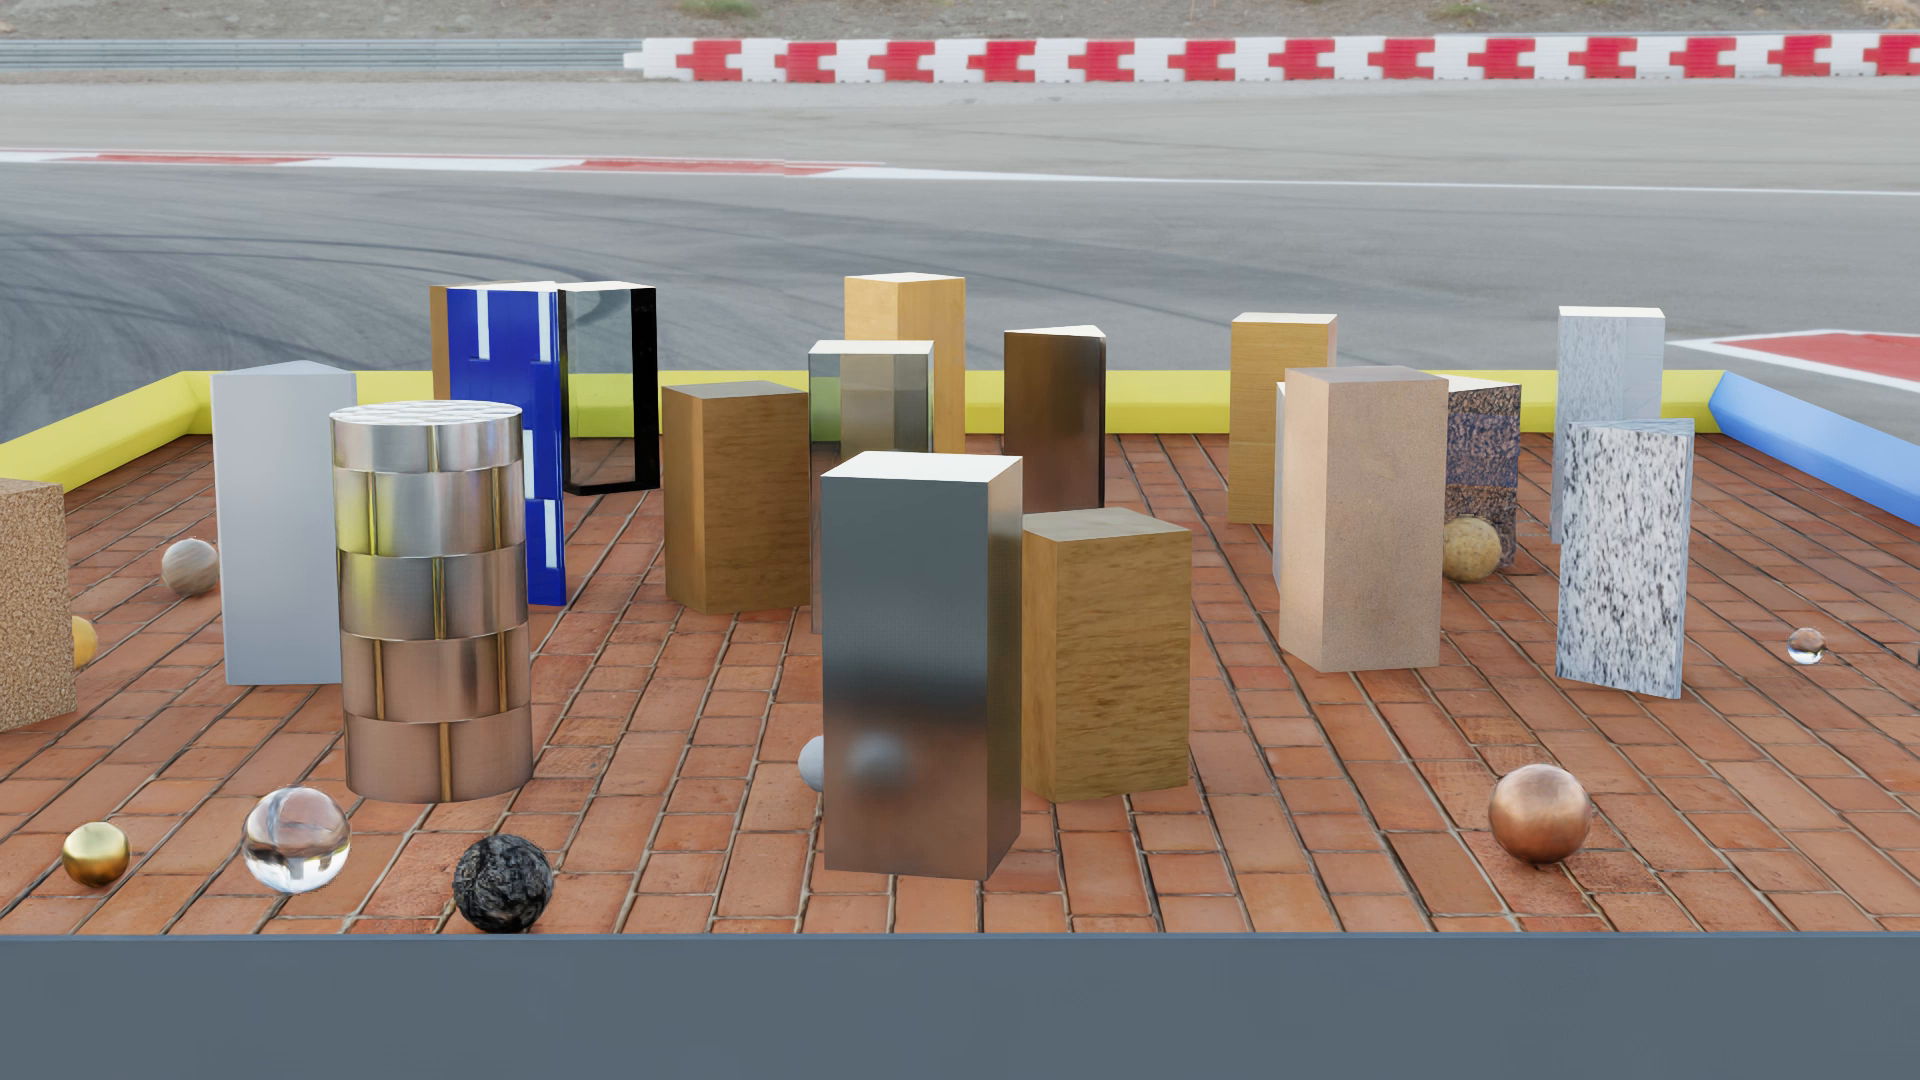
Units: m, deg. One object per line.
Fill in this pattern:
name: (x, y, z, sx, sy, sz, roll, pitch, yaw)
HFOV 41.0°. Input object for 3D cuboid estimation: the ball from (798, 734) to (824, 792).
ball: (-0.134, 0.226, 2.589, 0.059, 0.059, 0.059, 0, 11, 0)

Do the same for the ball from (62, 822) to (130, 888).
ball: (-0.772, 0.281, 2.293, 0.058, 0.058, 0.058, 0, 11, 0)

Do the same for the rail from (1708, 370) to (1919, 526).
rail: (1.506, 0.030, 3.458, 0.045, 0.123, 3.340, 0, 11, 0)

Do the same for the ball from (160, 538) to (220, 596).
ball: (-1.060, 0.038, 3.539, 0.080, 0.080, 0.080, 0, 11, 0)

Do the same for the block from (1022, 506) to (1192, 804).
block: (0.132, 0.114, 2.628, 0.152, 0.265, 0.152, -5, 12, -24)

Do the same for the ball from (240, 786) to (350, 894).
ball: (-0.589, 0.266, 2.276, 0.095, 0.095, 0.095, 0, 11, 0)

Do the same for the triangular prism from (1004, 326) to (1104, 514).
triangular prism: (0.172, -0.161, 3.935, 0.165, 0.325, 0.142, 5, 12, 26)

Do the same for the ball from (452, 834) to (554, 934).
ball: (-0.387, 0.291, 2.171, 0.084, 0.084, 0.084, 0, 11, 0)

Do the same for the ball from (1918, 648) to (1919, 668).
ball: (1.165, 0.140, 3.022, 0.070, 0.070, 0.070, 0, 11, 0)

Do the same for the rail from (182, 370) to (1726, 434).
rail: (-0.009, -0.270, 5.068, 3.059, 0.123, 0.045, 0, 11, 0)

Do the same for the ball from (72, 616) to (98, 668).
ball: (-1.083, 0.124, 3.118, 0.066, 0.066, 0.066, 0, 11, 0)

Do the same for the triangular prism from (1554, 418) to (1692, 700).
triangular prism: (0.824, 0.014, 3.051, 0.142, 0.307, 0.165, -10, 15, -44)

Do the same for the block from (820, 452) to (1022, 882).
block: (-0.033, 0.112, 2.368, 0.152, 0.364, 0.152, 2, 11, 13)

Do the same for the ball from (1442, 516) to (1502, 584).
ball: (0.716, 0.014, 3.626, 0.095, 0.095, 0.095, 0, 11, 0)

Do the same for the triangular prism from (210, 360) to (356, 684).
triangular prism: (-0.793, -0.024, 3.084, 0.165, 0.369, 0.142, -1, 11, -4)

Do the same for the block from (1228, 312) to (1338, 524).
block: (0.521, -0.197, 4.140, 0.152, 0.323, 0.152, 3, 11, 13)

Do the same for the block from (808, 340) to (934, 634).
block: (-0.113, -0.071, 3.350, 0.152, 0.364, 0.152, 0, 11, 2)

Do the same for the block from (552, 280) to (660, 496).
block: (-0.624, -0.264, 4.430, 0.152, 0.348, 0.152, -7, 13, -33)

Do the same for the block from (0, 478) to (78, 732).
block: (-1.107, 0.071, 2.866, 0.152, 0.261, 0.152, 5, 12, 27)

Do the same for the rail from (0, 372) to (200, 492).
rail: (-1.506, 0.033, 3.441, 0.045, 0.123, 3.340, 0, 11, 0)

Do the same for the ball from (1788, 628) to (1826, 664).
ball: (1.037, 0.130, 3.143, 0.045, 0.045, 0.045, 0, 11, 0)

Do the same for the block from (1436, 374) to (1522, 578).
block: (0.707, -0.097, 3.754, 0.152, 0.267, 0.152, -8, 13, -35)

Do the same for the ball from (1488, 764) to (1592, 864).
ball: (0.533, 0.252, 2.358, 0.093, 0.093, 0.093, 0, 11, 0)

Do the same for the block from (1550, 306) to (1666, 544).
block: (0.997, -0.178, 3.961, 0.152, 0.350, 0.152, 2, 11, 11)

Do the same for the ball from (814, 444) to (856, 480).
ball: (-0.214, -0.129, 4.442, 0.078, 0.078, 0.078, 0, 11, 0)

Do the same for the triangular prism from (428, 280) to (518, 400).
triangular prism: (-0.745, -0.227, 4.156, 0.165, 0.376, 0.142, 3, 11, 16)

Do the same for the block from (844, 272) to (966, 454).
block: (-0.098, -0.292, 4.569, 0.152, 0.351, 0.152, -9, 14, -39)

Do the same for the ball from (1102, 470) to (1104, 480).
ball: (0.222, -0.112, 4.422, 0.051, 0.051, 0.051, 0, 11, 0)

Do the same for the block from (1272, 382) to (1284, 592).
block: (0.523, -0.074, 3.605, 0.152, 0.277, 0.152, 1, 11, 3)

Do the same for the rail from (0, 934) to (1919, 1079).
rail: (0.009, 0.333, 1.831, 3.059, 0.123, 0.045, 0, 11, 0)

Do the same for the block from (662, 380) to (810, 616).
block: (-0.305, -0.061, 3.494, 0.152, 0.291, 0.152, -5, 12, -27)

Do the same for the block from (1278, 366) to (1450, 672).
block: (0.494, -0.029, 3.157, 0.152, 0.353, 0.152, -2, 11, -12)

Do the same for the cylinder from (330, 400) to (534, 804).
cylinder: (-0.536, 0.059, 2.611, 0.190, 0.380, 0.190, 0, 11, 0)

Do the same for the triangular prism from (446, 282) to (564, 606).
triangular prism: (-0.592, -0.137, 3.536, 0.165, 0.426, 0.142, 4, 11, 19)

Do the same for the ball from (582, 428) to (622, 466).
ball: (-0.653, -0.169, 4.677, 0.071, 0.071, 0.071, 0, 11, 0)
